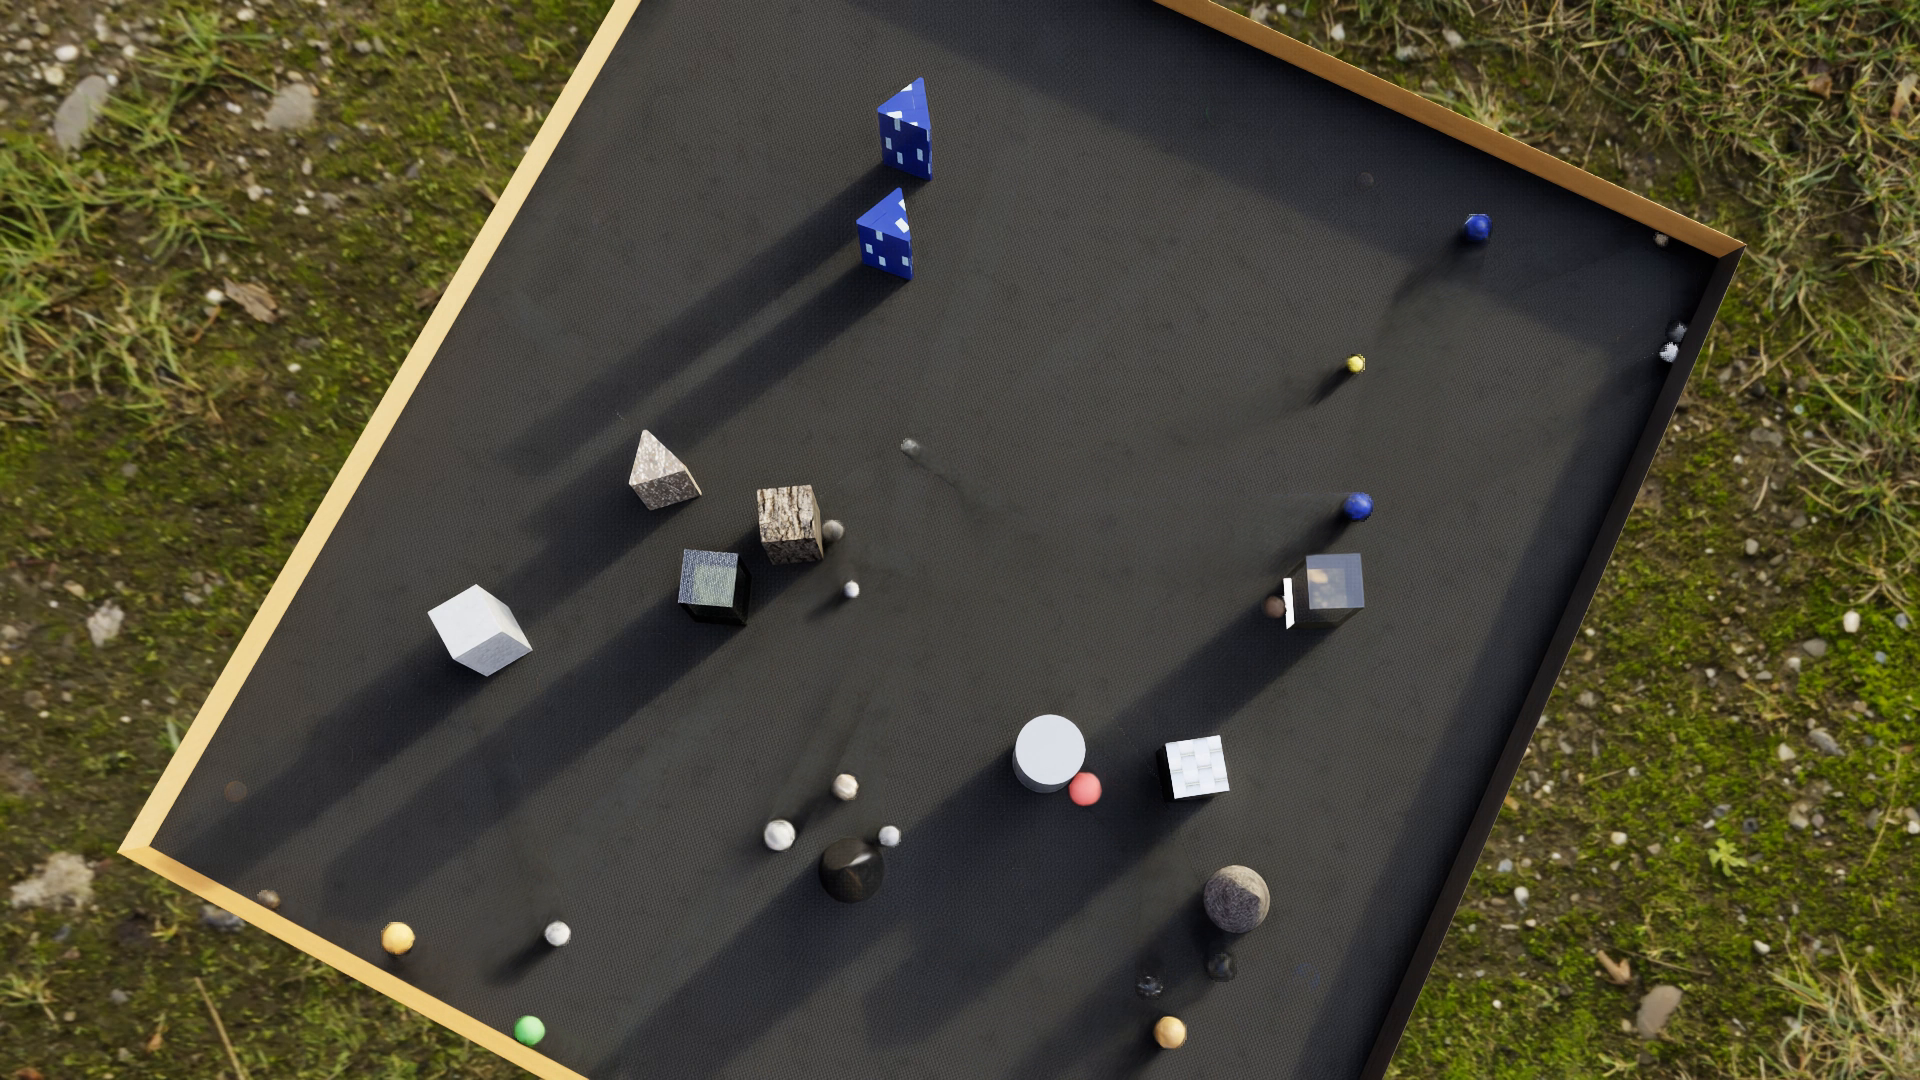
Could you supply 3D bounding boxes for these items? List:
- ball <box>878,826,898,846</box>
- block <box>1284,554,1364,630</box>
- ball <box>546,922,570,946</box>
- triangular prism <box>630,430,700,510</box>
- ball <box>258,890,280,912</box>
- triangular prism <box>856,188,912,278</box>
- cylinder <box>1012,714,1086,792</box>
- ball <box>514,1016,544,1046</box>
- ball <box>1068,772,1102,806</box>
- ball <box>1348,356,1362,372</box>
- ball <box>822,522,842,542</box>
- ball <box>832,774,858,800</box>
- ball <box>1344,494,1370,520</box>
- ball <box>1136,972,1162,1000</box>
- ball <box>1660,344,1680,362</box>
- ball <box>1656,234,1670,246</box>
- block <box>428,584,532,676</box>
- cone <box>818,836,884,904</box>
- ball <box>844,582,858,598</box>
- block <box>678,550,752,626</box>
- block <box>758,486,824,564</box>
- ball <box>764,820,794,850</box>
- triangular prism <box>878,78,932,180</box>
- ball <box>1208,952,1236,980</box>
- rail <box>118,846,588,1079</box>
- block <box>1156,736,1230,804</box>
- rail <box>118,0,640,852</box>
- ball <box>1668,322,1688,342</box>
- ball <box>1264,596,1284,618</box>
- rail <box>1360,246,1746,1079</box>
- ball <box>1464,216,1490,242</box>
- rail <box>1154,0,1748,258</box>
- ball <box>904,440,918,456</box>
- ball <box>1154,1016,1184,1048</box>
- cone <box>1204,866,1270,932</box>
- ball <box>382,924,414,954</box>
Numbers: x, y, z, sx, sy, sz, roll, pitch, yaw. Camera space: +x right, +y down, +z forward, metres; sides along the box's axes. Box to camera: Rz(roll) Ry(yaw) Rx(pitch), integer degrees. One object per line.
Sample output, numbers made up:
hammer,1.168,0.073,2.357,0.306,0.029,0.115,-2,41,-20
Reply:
ball,-0.210,0.873,5.405,0.060,0.060,0.060,0,78,0
block,1.068,0.154,5.395,0.156,0.370,0.156,-2,78,0
ball,-1.174,1.147,5.344,0.069,0.069,0.069,0,78,0
triangular prism,-0.899,-0.219,5.494,0.169,0.330,0.146,-17,79,-3
ball,-2.023,1.059,5.366,0.061,0.061,0.061,0,78,0
triangular prism,-0.205,-0.953,5.640,0.169,0.340,0.146,19,79,4
cylinder,0.253,0.623,5.304,0.195,0.359,0.195,0,78,0
ball,-1.240,1.416,5.281,0.084,0.084,0.084,0,78,0
ball,0.371,0.736,5.415,0.098,0.098,0.098,0,78,0
ball,1.230,-0.546,5.705,0.048,0.048,0.048,0,78,0
ball,-0.389,-0.026,5.589,0.063,0.063,0.063,0,78,0
ball,-0.341,0.730,5.427,0.076,0.076,0.076,0,78,0
ball,1.212,-0.100,5.596,0.080,0.080,0.080,0,78,0
ball,0.549,1.292,5.310,0.076,0.076,0.076,0,78,0
ball,2.213,-0.582,5.708,0.058,0.058,0.058,0,78,0
ball,2.219,-0.948,5.792,0.041,0.041,0.041,0,78,0
block,-1.401,0.269,5.368,0.156,0.377,0.156,-30,80,-6
cone,-0.320,0.941,5.251,0.195,0.335,0.195,0,78,0
ball,-0.331,0.149,5.561,0.048,0.048,0.048,0,78,0
block,-0.719,0.144,5.408,0.156,0.349,0.156,5,78,1
block,-0.502,-0.042,5.452,0.156,0.339,0.156,-5,78,-1
ball,-0.531,0.868,5.390,0.091,0.091,0.091,0,78,0
triangular prism,-0.142,-1.285,5.685,0.169,0.387,0.146,21,79,4
ball,0.759,1.238,5.320,0.079,0.079,0.079,0,78,0
rail,-0.849,1.669,5.205,3.532,0.127,0.045,26,80,5
block,0.673,0.672,5.334,0.156,0.281,0.156,-8,78,-2
rail,-1.558,-0.756,5.707,0.045,0.127,3.843,26,80,5
ball,2.240,-0.647,5.719,0.062,0.062,0.062,0,78,0
ball,0.949,0.201,5.542,0.064,0.064,0.064,0,78,0
rail,1.558,0.770,5.391,0.045,0.127,3.843,26,80,5
ball,1.629,-0.980,5.777,0.083,0.083,0.083,0,78,0
rail,0.849,-1.655,5.893,3.532,0.127,0.045,26,80,5
ball,-0.152,-0.285,5.652,0.045,0.045,0.045,0,78,0
ball,0.602,1.419,5.277,0.090,0.090,0.090,0,78,0
cone,0.815,1.015,5.193,0.195,0.418,0.195,0,78,0
ball,-1.635,1.161,5.331,0.089,0.089,0.089,0,78,0
